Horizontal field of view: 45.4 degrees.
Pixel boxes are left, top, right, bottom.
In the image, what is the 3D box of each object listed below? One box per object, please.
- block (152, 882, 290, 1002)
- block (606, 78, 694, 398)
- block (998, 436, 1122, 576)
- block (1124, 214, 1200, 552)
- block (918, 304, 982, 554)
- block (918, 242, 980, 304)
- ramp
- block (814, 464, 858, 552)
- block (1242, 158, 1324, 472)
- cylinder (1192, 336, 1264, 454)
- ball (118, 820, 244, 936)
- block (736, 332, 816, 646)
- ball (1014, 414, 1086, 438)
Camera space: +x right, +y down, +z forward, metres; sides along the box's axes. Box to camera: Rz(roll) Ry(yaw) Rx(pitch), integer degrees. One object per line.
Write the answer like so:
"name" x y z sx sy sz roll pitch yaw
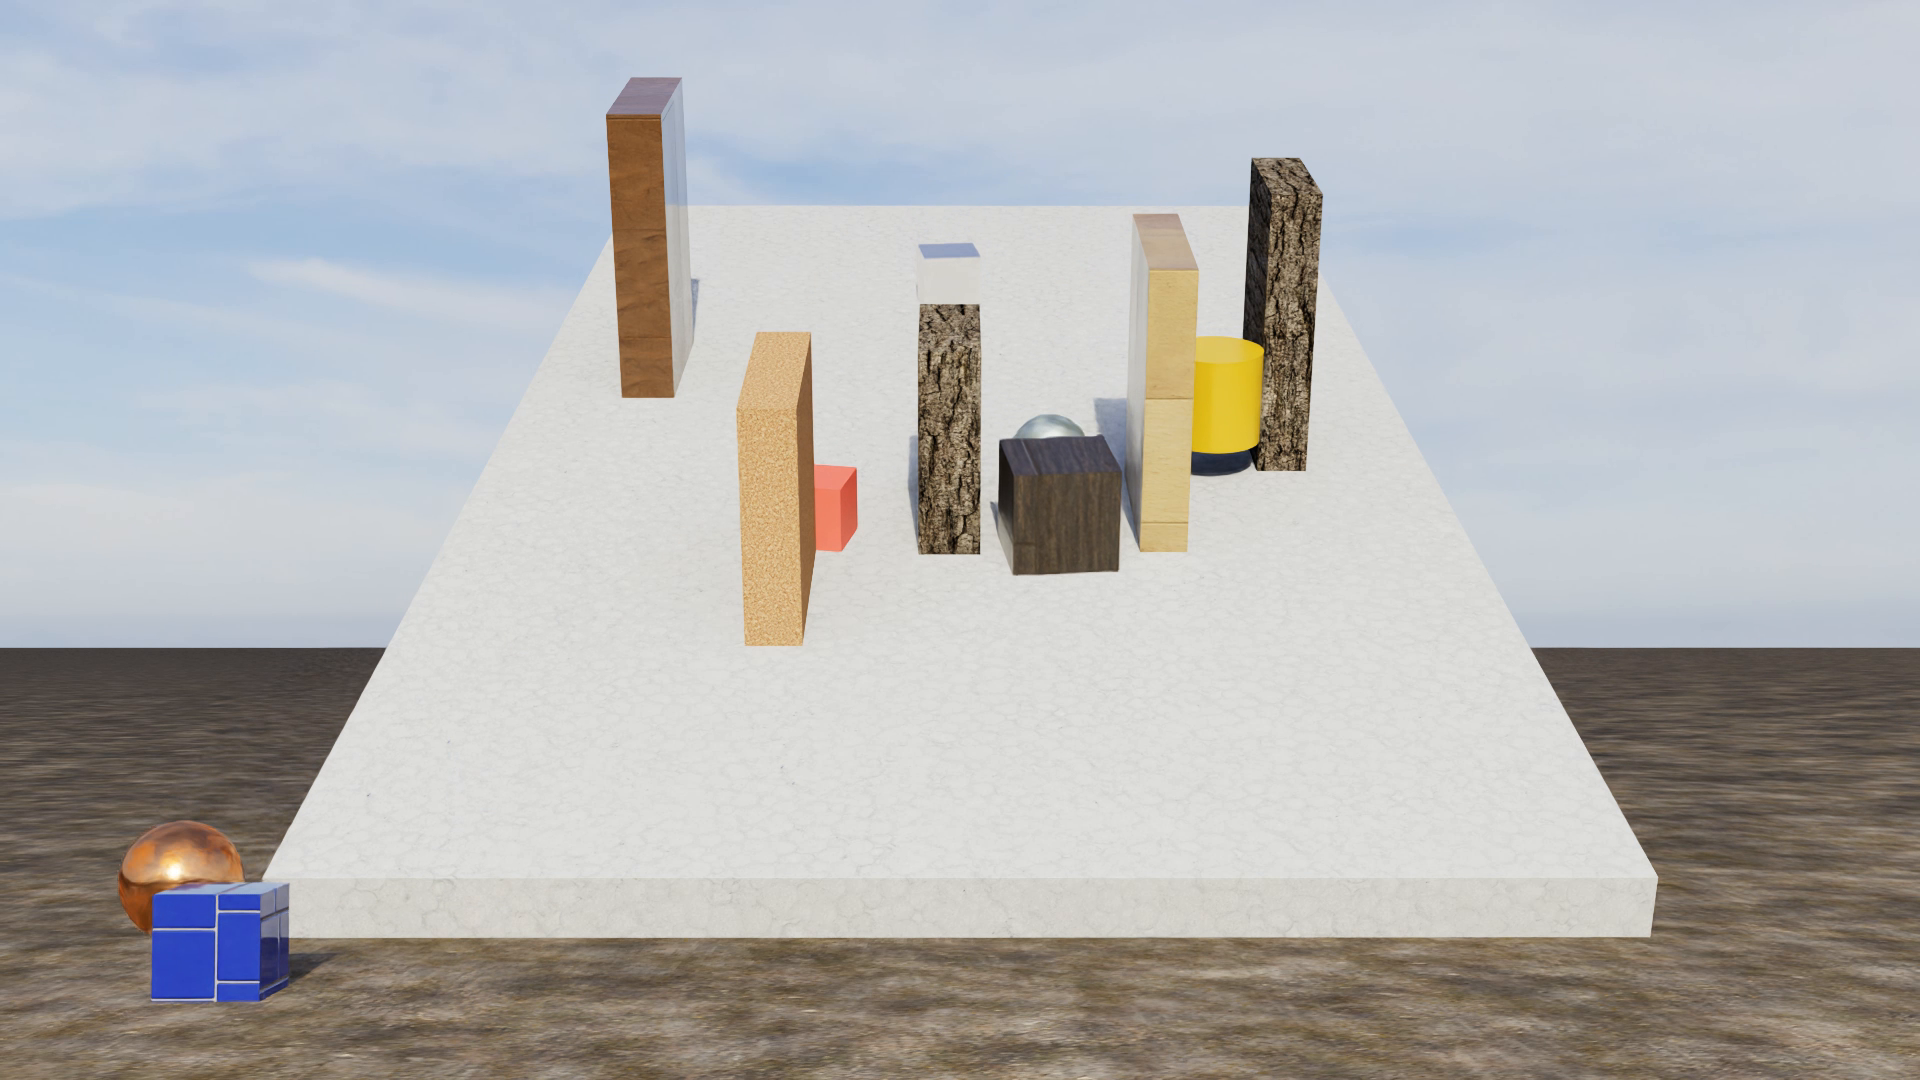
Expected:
"block" -0.900 0.489 2.802 0.128 0.128 0.128 0 -3 -1
"block" -0.718 -0.711 5.364 0.121 0.655 0.431 0 22 0
"block" 0.188 -0.067 4.381 0.202 0.202 0.202 -3 22 -7
"block" 0.392 -0.316 4.520 0.091 0.560 0.425 0 22 0
"block" -0.020 -0.220 4.488 0.119 0.406 0.321 0 22 0
"block" -0.029 -0.681 5.971 0.146 0.146 0.146 -3 22 -7
"ramp" -0.007 -0.221 5.164 2.000 0.100 4.000 0 22 0
"block" -0.278 -0.064 4.472 0.128 0.128 0.128 5 22 11
"block" 0.678 -0.483 4.890 0.104 0.594 0.335 0 22 0
"cylinder" 0.530 -0.304 4.778 0.193 0.193 0.193 0 22 0
"ball" -1.095 0.480 3.233 0.169 0.169 0.169 0 -3 0
"block" -0.327 -0.101 4.148 0.101 0.438 0.443 0 22 0
"ball" 0.184 -0.175 4.698 0.165 0.165 0.165 0 -3 0
